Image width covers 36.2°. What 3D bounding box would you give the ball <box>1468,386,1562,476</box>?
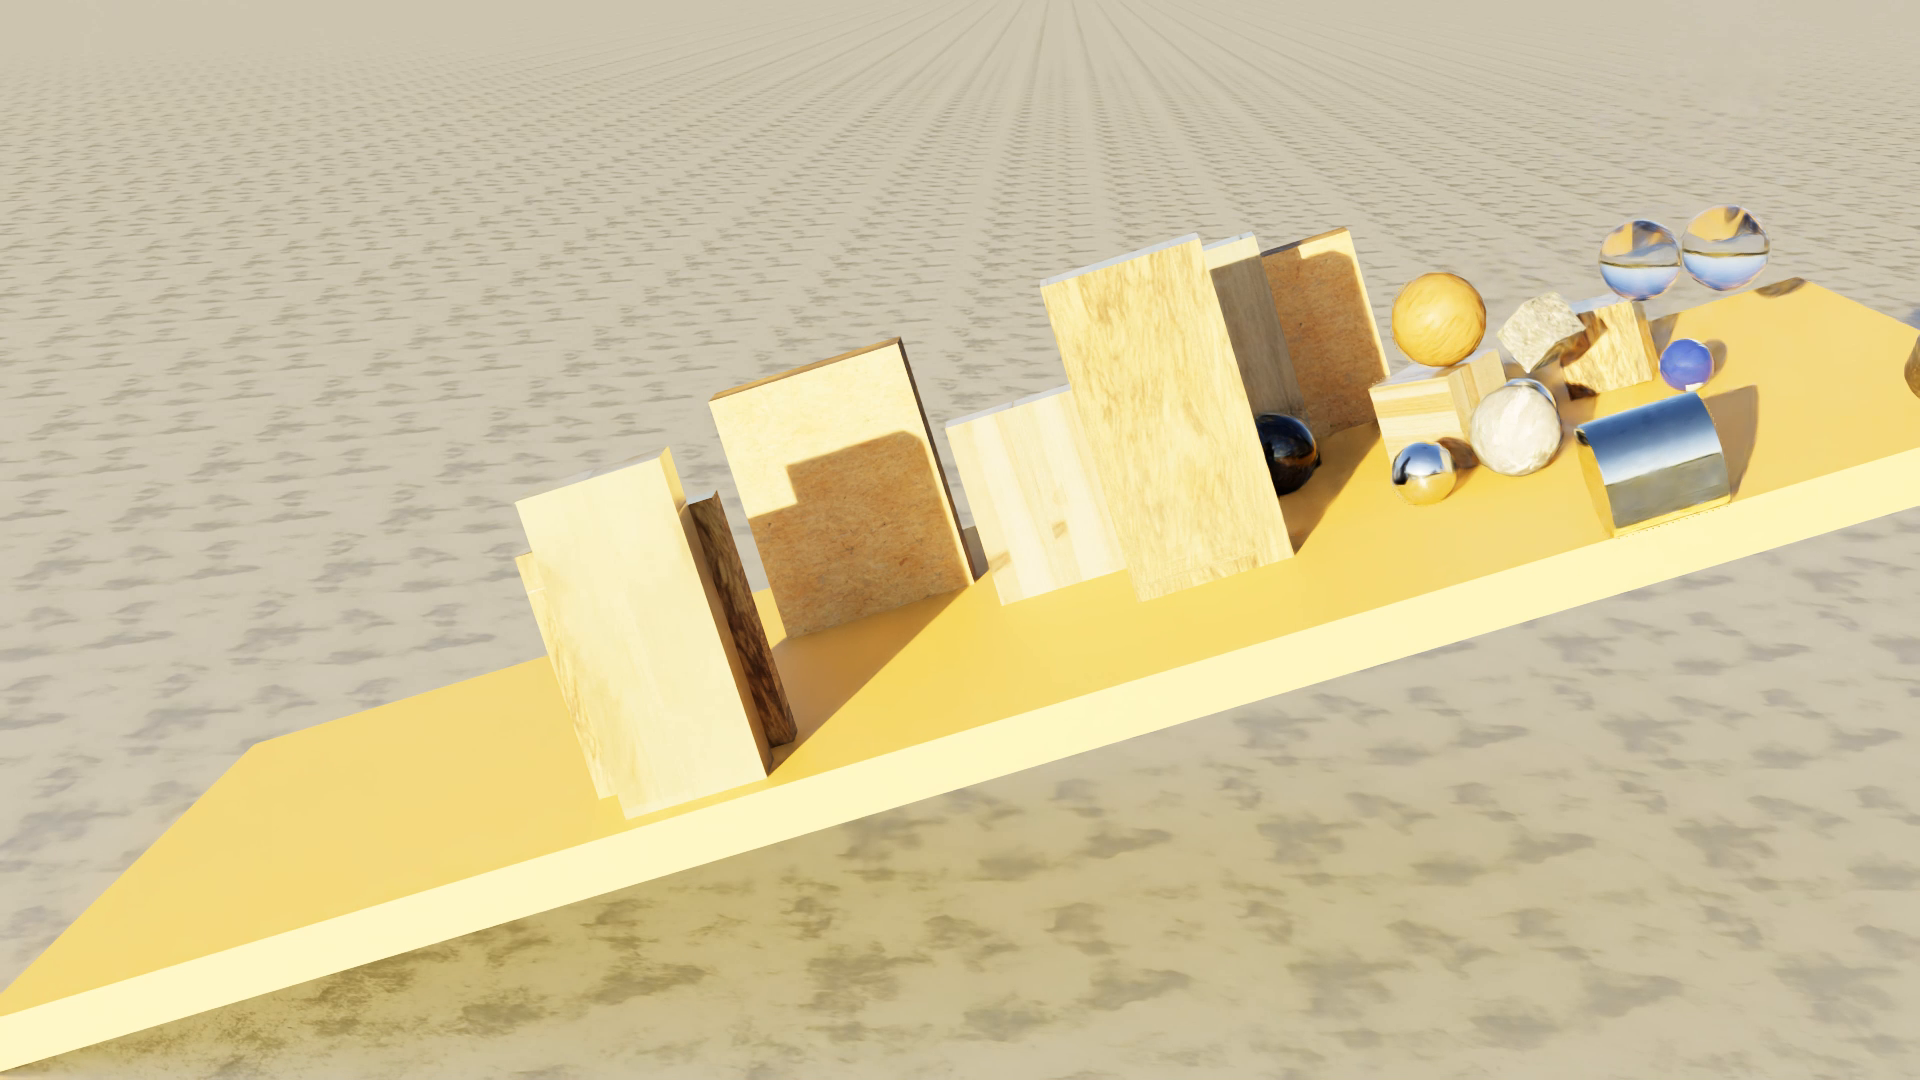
[{"bbox_3d":[1.117,-0.219,5.913,0.185,0.185,0.185,0,11,0],"label":"ball"}]

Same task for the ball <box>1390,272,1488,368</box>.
[{"bbox_3d":[1.010,-0.464,6.203,0.200,0.200,0.200,0,11,0],"label":"ball"}]

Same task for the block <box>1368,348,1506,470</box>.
[{"bbox_3d":[1.036,-0.270,6.271,0.202,0.202,0.202,-7,15,45],"label":"block"}]

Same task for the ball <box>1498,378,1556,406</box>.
[{"bbox_3d":[1.176,-0.266,6.162,0.147,0.147,0.147,0,11,0],"label":"ball"}]

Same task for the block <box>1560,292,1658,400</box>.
[{"bbox_3d":[1.429,-0.436,6.519,0.182,0.182,0.182,-14,9,21],"label":"block"}]

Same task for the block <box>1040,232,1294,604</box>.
[{"bbox_3d":[0.414,-0.244,5.885,0.326,0.664,0.134,-17,10,5],"label":"block"}]

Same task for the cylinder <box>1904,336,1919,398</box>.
[{"bbox_3d":[1.792,-0.334,5.291,0.144,0.144,0.144,0,-33,-1],"label":"cylinder"}]

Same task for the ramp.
[{"bbox_3d":[0.098,0.184,6.313,4.000,0.100,2.000,-17,10,5],"label":"ramp"}]

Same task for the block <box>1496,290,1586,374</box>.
[{"bbox_3d":[1.216,-0.436,6.153,0.107,0.107,0.107,-23,-22,-38],"label":"block"}]

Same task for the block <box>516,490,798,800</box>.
[{"bbox_3d":[-0.583,0.203,5.676,0.398,0.500,0.083,-17,10,5],"label":"block"}]

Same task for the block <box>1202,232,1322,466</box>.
[{"bbox_3d":[0.553,-0.378,6.693,0.396,0.545,0.112,-17,10,5],"label":"block"}]

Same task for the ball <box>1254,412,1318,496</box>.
[{"bbox_3d":[0.693,-0.188,6.467,0.184,0.184,0.184,0,11,0],"label":"ball"}]

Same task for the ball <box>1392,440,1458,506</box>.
[{"bbox_3d":[0.935,-0.135,5.927,0.131,0.131,0.131,0,11,0],"label":"ball"}]

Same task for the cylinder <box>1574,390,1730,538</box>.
[{"bbox_3d":[1.224,-0.134,5.208,0.209,0.209,0.209,-17,11,3],"label":"cylinder"}]

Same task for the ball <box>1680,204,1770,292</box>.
[{"bbox_3d":[1.576,-0.602,6.057,0.178,0.178,0.178,0,11,0],"label":"ball"}]

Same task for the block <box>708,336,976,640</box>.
[{"bbox_3d":[-0.261,-0.117,6.629,0.441,0.567,0.136,-17,10,5],"label":"block"}]

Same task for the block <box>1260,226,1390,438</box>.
[{"bbox_3d":[0.834,-0.480,7.019,0.314,0.452,0.111,-17,10,5],"label":"block"}]

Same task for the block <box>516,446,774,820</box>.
[{"bbox_3d":[-0.582,0.173,5.466,0.277,0.629,0.132,-17,10,5],"label":"block"}]

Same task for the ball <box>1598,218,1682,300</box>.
[{"bbox_3d":[1.474,-0.607,6.371,0.177,0.177,0.177,0,11,0],"label":"ball"}]

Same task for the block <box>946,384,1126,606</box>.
[{"bbox_3d":[0.179,-0.102,6.271,0.312,0.401,0.095,-17,10,5],"label":"block"}]

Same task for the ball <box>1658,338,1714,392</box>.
[{"bbox_3d":[1.531,-0.369,6.202,0.113,0.113,0.113,0,11,0],"label":"ball"}]
